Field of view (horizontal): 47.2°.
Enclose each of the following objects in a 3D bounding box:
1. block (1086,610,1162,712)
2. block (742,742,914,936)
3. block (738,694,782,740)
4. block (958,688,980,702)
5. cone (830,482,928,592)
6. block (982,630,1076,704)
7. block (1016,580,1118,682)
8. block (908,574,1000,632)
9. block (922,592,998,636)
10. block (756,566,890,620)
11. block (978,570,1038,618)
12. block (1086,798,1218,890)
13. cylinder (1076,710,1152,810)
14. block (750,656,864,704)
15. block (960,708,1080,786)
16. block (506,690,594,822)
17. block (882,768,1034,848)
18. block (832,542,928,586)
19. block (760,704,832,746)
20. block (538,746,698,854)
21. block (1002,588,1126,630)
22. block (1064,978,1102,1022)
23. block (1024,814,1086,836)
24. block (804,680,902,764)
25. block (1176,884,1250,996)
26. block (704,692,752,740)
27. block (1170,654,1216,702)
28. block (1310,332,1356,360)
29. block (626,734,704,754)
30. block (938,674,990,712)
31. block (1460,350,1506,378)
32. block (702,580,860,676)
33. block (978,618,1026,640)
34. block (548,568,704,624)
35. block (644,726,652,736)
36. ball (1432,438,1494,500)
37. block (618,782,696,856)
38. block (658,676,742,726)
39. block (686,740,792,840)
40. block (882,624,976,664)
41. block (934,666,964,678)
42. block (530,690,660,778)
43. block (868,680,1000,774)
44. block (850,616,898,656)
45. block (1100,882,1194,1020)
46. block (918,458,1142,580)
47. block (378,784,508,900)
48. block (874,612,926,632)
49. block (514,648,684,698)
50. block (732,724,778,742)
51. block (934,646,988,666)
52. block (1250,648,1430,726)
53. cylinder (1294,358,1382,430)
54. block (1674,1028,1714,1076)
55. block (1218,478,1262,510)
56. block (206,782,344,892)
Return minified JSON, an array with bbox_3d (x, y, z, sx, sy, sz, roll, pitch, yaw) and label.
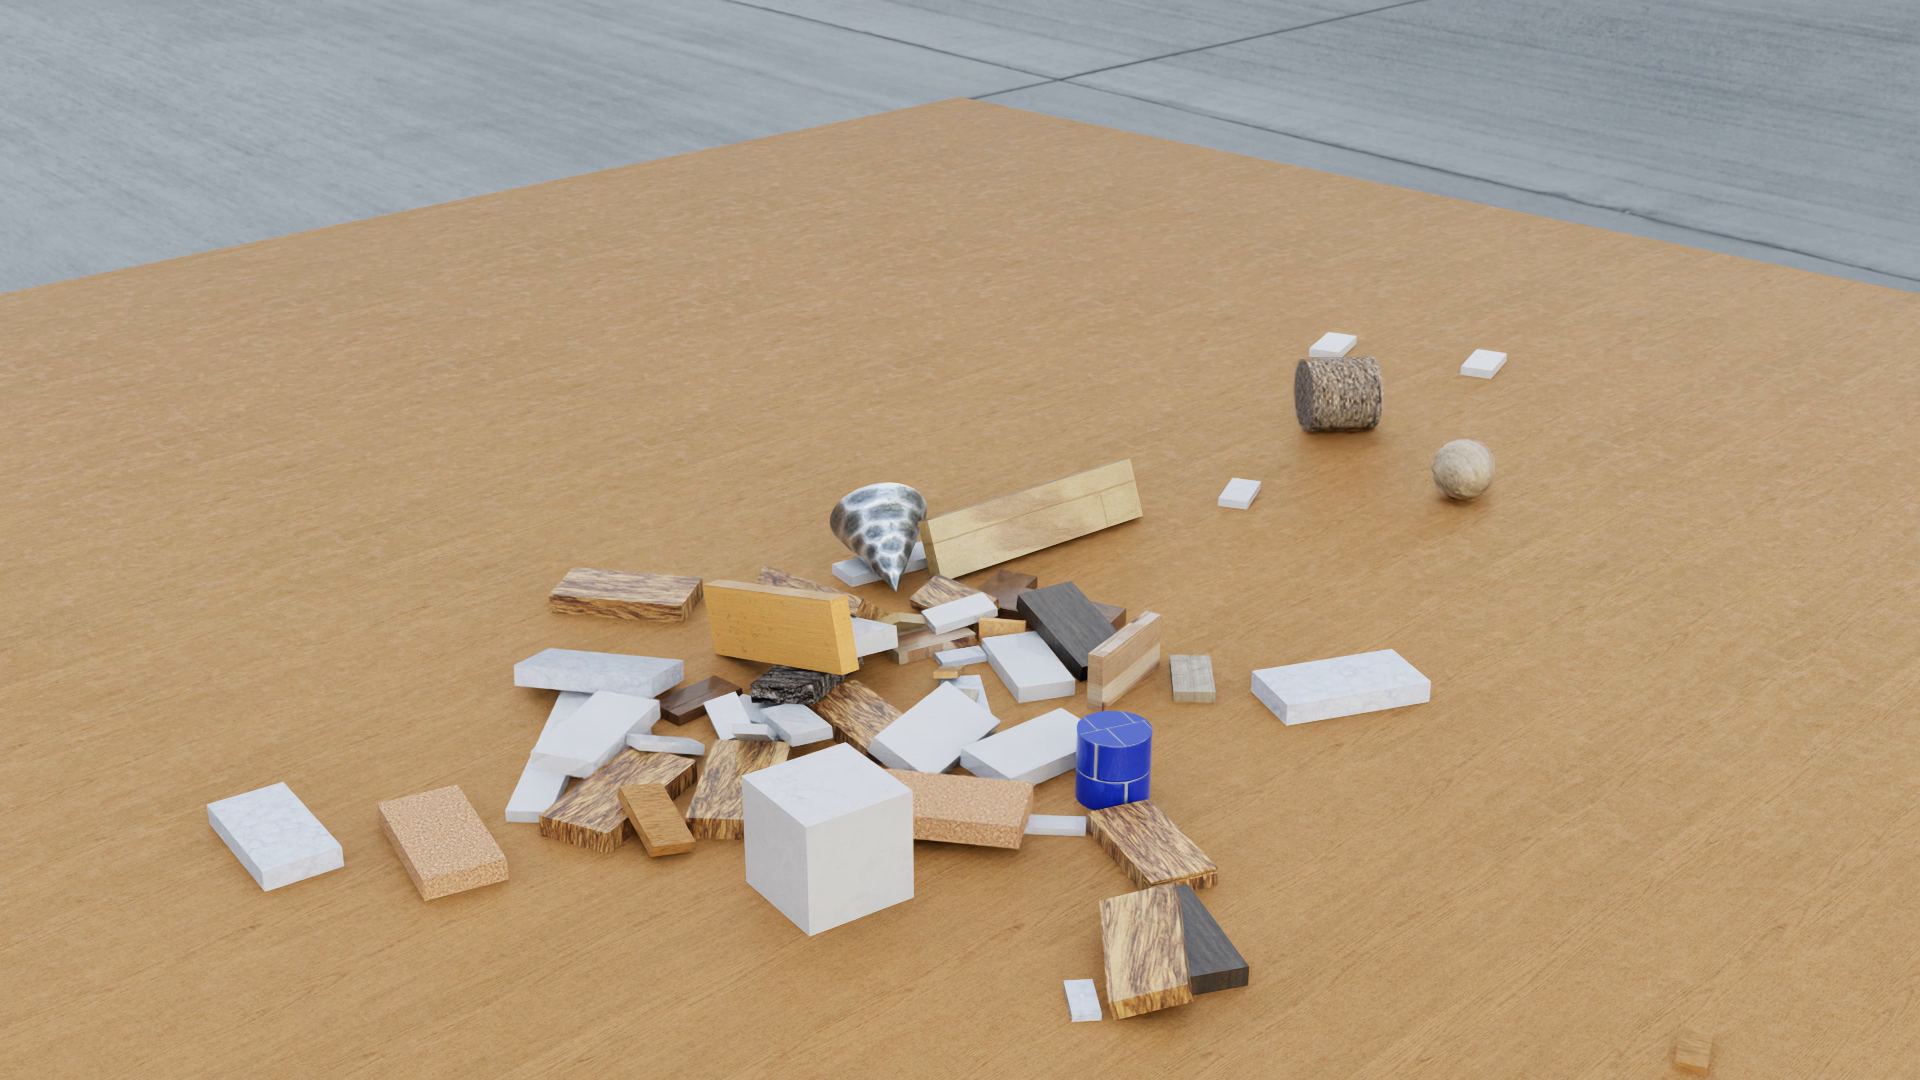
[{"bbox_3d":[0.371,0.271,4.951,0.038,0.134,0.268,14,27,30],"label":"block"},{"bbox_3d":[-0.249,0.560,4.145,0.231,0.231,0.231,-15,27,-32],"label":"block"},{"bbox_3d":[-0.427,0.388,4.813,0.185,0.026,0.093,13,26,29],"label":"block"},{"bbox_3d":[0.011,0.355,4.840,0.047,0.013,0.095,4,23,9],"label":"block"},{"bbox_3d":[-0.181,0.034,5.467,0.250,0.250,0.250,-5,50,-12],"label":"cone"},{"bbox_3d":[0.155,0.289,5.032,0.134,0.038,0.268,-7,24,-16],"label":"block"},{"bbox_3d":[0.269,0.210,5.124,0.148,0.042,0.295,-13,40,-26],"label":"block"},{"bbox_3d":[-0.013,0.153,5.318,0.208,0.029,0.104,21,52,41],"label":"block"},{"bbox_3d":[-0.001,0.174,5.210,0.161,0.023,0.081,-17,33,-19],"label":"block"},{"bbox_3d":[-0.319,0.144,5.253,0.314,0.044,0.157,17,-10,35],"label":"block"},{"bbox_3d":[0.102,0.132,5.412,0.104,0.029,0.208,10,25,23],"label":"block"},{"bbox_3d":[0.371,0.601,4.292,0.142,0.040,0.283,-9,25,-21],"label":"block"},{"bbox_3d":[0.314,0.453,4.495,0.154,0.154,0.154,0,23,0],"label":"cylinder"},{"bbox_3d":[-0.340,0.300,4.922,0.149,0.042,0.298,-1,14,19],"label":"block"},{"bbox_3d":[0.159,0.444,4.631,0.295,0.042,0.148,-18,34,-40],"label":"block"},{"bbox_3d":[-0.855,0.444,4.681,0.091,0.026,0.574,1,23,2],"label":"block"},{"bbox_3d":[-0.101,0.527,4.388,0.472,0.050,0.177,4,23,10],"label":"block"},{"bbox_3d":[0.076,-0.006,5.738,0.887,0.028,0.098,-14,27,-30],"label":"block"},{"bbox_3d":[-0.351,0.393,4.704,0.093,0.026,0.185,-11,18,-24],"label":"block"},{"bbox_3d":[-0.691,0.523,4.469,0.163,0.046,0.327,11,25,23],"label":"block"},{"bbox_3d":[0.249,0.181,5.285,0.268,0.038,0.134,11,25,24],"label":"block"},{"bbox_3d":[0.214,0.805,3.845,0.052,0.015,0.103,-2,23,-5],"label":"block"},{"bbox_3d":[0.145,0.569,4.401,0.214,0.015,0.052,2,23,4],"label":"block"},{"bbox_3d":[-0.212,0.396,4.774,0.149,0.042,0.298,-14,27,-30],"label":"block"},{"bbox_3d":[0.402,0.727,3.997,0.142,0.040,0.283,-7,24,-15],"label":"block"},{"bbox_3d":[-0.499,0.390,4.766,0.074,0.021,0.149,-19,36,-13],"label":"block"},{"bbox_3d":[0.526,0.314,4.987,0.093,0.026,0.186,1,23,2],"label":"block"},{"bbox_3d":[1.226,-0.637,7.226,0.098,0.028,0.196,11,25,24],"label":"block"},{"bbox_3d":[-0.622,0.431,4.641,0.148,0.021,0.074,8,3,-31],"label":"block"},{"bbox_3d":[0.010,0.355,4.889,0.093,0.026,0.186,-3,23,-6],"label":"block"},{"bbox_3d":[1.681,-0.565,7.058,0.098,0.028,0.196,11,25,25],"label":"block"},{"bbox_3d":[-0.408,0.192,4.946,0.048,0.168,0.487,-18,15,-38],"label":"block"},{"bbox_3d":[0.100,0.214,5.185,0.110,0.055,0.016,4,26,10],"label":"block"},{"bbox_3d":[-0.815,0.134,5.383,0.336,0.048,0.168,4,23,10],"label":"block"},{"bbox_3d":[-0.739,0.440,4.691,0.091,0.026,0.182,7,24,16],"label":"block"},{"bbox_3d":[1.373,-0.193,6.006,0.165,0.165,0.165,0,23,0],"label":"ball"},{"bbox_3d":[-0.601,0.552,4.350,0.091,0.026,0.182,-3,36,-33],"label":"block"},{"bbox_3d":[-0.584,0.356,4.887,0.093,0.026,0.185,20,30,39],"label":"block"},{"bbox_3d":[-0.449,0.509,4.502,0.163,0.046,0.327,2,23,4],"label":"block"},{"bbox_3d":[-0.077,0.237,5.164,0.208,0.029,0.104,-13,26,-28],"label":"block"},{"bbox_3d":[-0.025,0.300,4.982,0.055,0.016,0.110,-2,3,8],"label":"block"},{"bbox_3d":[-0.771,0.412,4.670,0.148,0.042,0.295,8,24,18],"label":"block"},{"bbox_3d":[-0.052,0.414,4.654,0.149,0.042,0.298,36,35,14],"label":"block"},{"bbox_3d":[-0.321,0.217,5.073,0.177,0.050,0.354,-12,13,-37],"label":"block"},{"bbox_3d":[0.329,0.728,3.908,0.142,0.040,0.284,-15,27,8],"label":"block"},{"bbox_3d":[0.191,-0.056,5.684,0.687,0.157,0.044,-18,8,-35],"label":"block"},{"bbox_3d":[-1.017,0.589,4.313,0.163,0.046,0.327,-12,26,-26],"label":"block"},{"bbox_3d":[-0.148,0.197,5.139,0.081,0.023,0.161,-23,-12,19],"label":"block"},{"bbox_3d":[-0.809,0.298,4.933,0.336,0.048,0.168,4,11,17],"label":"block"},{"bbox_3d":[-0.431,0.410,4.629,0.074,0.021,0.148,2,-14,5],"label":"block"},{"bbox_3d":[0.002,0.271,5.102,0.110,0.016,0.055,-8,24,-19],"label":"block"},{"bbox_3d":[0.852,0.328,4.925,0.354,0.050,0.177,-8,24,-17],"label":"block"},{"bbox_3d":[1.119,-0.431,6.511,0.208,0.208,0.208,-3,23,-7],"label":"cylinder"},{"bbox_3d":[1.238,0.862,3.710,0.052,0.015,0.103,9,25,21],"label":"block"},{"bbox_3d":[0.767,-0.127,6.032,0.081,0.023,0.161,8,24,19],"label":"block"},{"bbox_3d":[-1.351,0.581,4.334,0.157,0.044,0.314,-16,28,-33],"label":"block"}]
